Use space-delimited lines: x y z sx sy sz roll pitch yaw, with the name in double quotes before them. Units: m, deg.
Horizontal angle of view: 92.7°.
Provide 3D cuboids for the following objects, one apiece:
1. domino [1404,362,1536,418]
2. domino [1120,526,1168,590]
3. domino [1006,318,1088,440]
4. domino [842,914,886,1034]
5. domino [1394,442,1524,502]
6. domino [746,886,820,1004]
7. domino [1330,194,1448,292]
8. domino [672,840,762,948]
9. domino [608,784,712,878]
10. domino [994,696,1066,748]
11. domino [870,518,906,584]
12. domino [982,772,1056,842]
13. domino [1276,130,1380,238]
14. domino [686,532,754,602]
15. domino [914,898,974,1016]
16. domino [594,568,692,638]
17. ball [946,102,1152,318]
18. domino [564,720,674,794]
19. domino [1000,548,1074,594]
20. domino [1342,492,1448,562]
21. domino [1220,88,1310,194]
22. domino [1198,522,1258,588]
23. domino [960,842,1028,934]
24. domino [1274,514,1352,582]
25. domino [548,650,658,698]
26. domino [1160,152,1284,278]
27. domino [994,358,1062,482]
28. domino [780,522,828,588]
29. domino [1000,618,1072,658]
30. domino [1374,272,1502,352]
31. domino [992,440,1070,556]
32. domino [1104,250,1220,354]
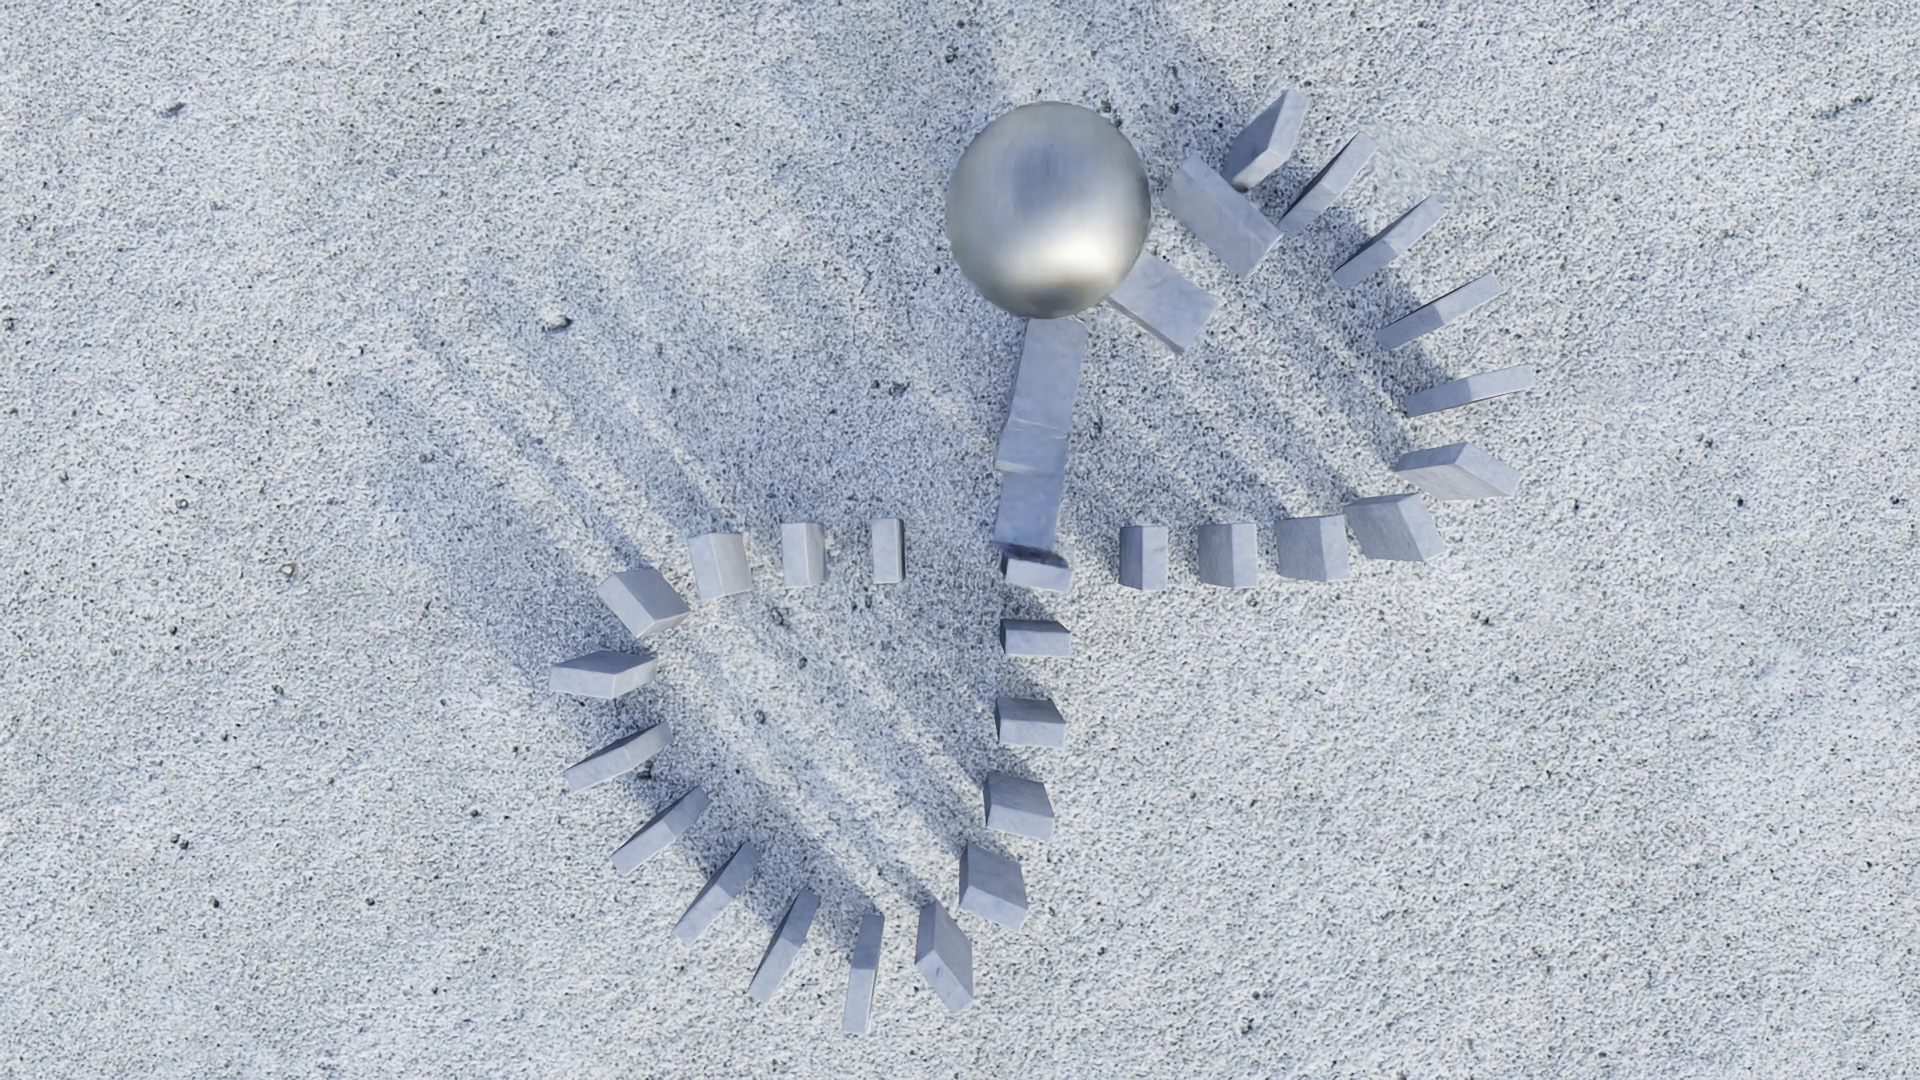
"domino" 0.207 -0.061 0.375 0.025 0.050 0.009 -13 90 0
"domino" 0.074 0.007 0.375 0.009 0.050 0.025 0 90 0
"domino" 0.037 -0.069 0.384 0.025 0.010 0.050 12 73 0
"domino" -0.039 0.176 0.375 0.010 0.050 0.025 8 90 0
"domino" 0.202 -0.027 0.375 0.025 0.050 0.010 30 90 0
"domino" -0.071 0.164 0.375 0.009 0.050 0.025 31 90 0
"domino" 0.174 -0.120 0.375 0.025 0.050 0.010 -42 90 0
"domino" -0.098 0.143 0.375 0.010 0.050 0.025 43 90 0
"domino" -0.121 0.118 0.375 0.025 0.050 0.009 -36 90 0
"domino" 0.028 0.074 0.375 0.025 0.050 0.009 5 90 0
"domino" -0.029 0.004 0.375 0.009 0.050 0.025 -2 90 0
"domino" 0.023 0.108 0.375 0.025 0.050 0.010 13 90 0
"domino" 0.149 -0.144 0.375 0.010 0.050 0.025 38 90 0
"domino" -0.097 0.010 0.375 0.009 0.050 0.025 -13 90 0
"domino" -0.006 0.169 0.375 0.009 0.050 0.025 -38 90 0
"domino" -0.128 0.025 0.375 0.009 0.050 0.025 -41 90 0
"ball" 0.034 -0.128 0.360 0.080 0.080 0.080 0 90 0
"domino" -0.138 0.088 0.375 0.025 0.050 0.010 -23 90 0
"domino" 0.031 0.012 0.375 0.025 0.050 0.009 11 95 0
"domino" 0.177 -0.005 0.375 0.010 0.050 0.025 -25 90 0
"domino" 0.122 -0.160 0.375 0.010 0.050 0.025 20 90 -8
"domino" 0.109 0.006 0.375 0.010 0.050 0.025 -3 90 0
"domino" 0.013 0.141 0.375 0.025 0.050 0.009 23 90 0
"domino" 0.143 0.003 0.375 0.010 0.050 0.025 -7 90 0
"domino" -0.145 0.054 0.375 0.025 0.050 0.009 8 90 0
"domino" 0.109 -0.136 0.385 0.050 0.025 0.010 44 77 4
"domino" 0.032 -0.052 0.388 0.025 0.010 0.050 13 73 0
"domino" -0.063 0.006 0.375 0.009 0.050 0.025 -4 90 0
"domino" 0.030 0.040 0.375 0.025 0.050 0.009 3 90 0
"domino" 0.194 -0.092 0.375 0.025 0.050 0.009 -29 90 0
"domino" 0.030 -0.020 0.388 0.025 0.010 0.050 11 73 0
"domino" 0.083 -0.105 0.395 0.050 0.010 0.025 36 90 0
